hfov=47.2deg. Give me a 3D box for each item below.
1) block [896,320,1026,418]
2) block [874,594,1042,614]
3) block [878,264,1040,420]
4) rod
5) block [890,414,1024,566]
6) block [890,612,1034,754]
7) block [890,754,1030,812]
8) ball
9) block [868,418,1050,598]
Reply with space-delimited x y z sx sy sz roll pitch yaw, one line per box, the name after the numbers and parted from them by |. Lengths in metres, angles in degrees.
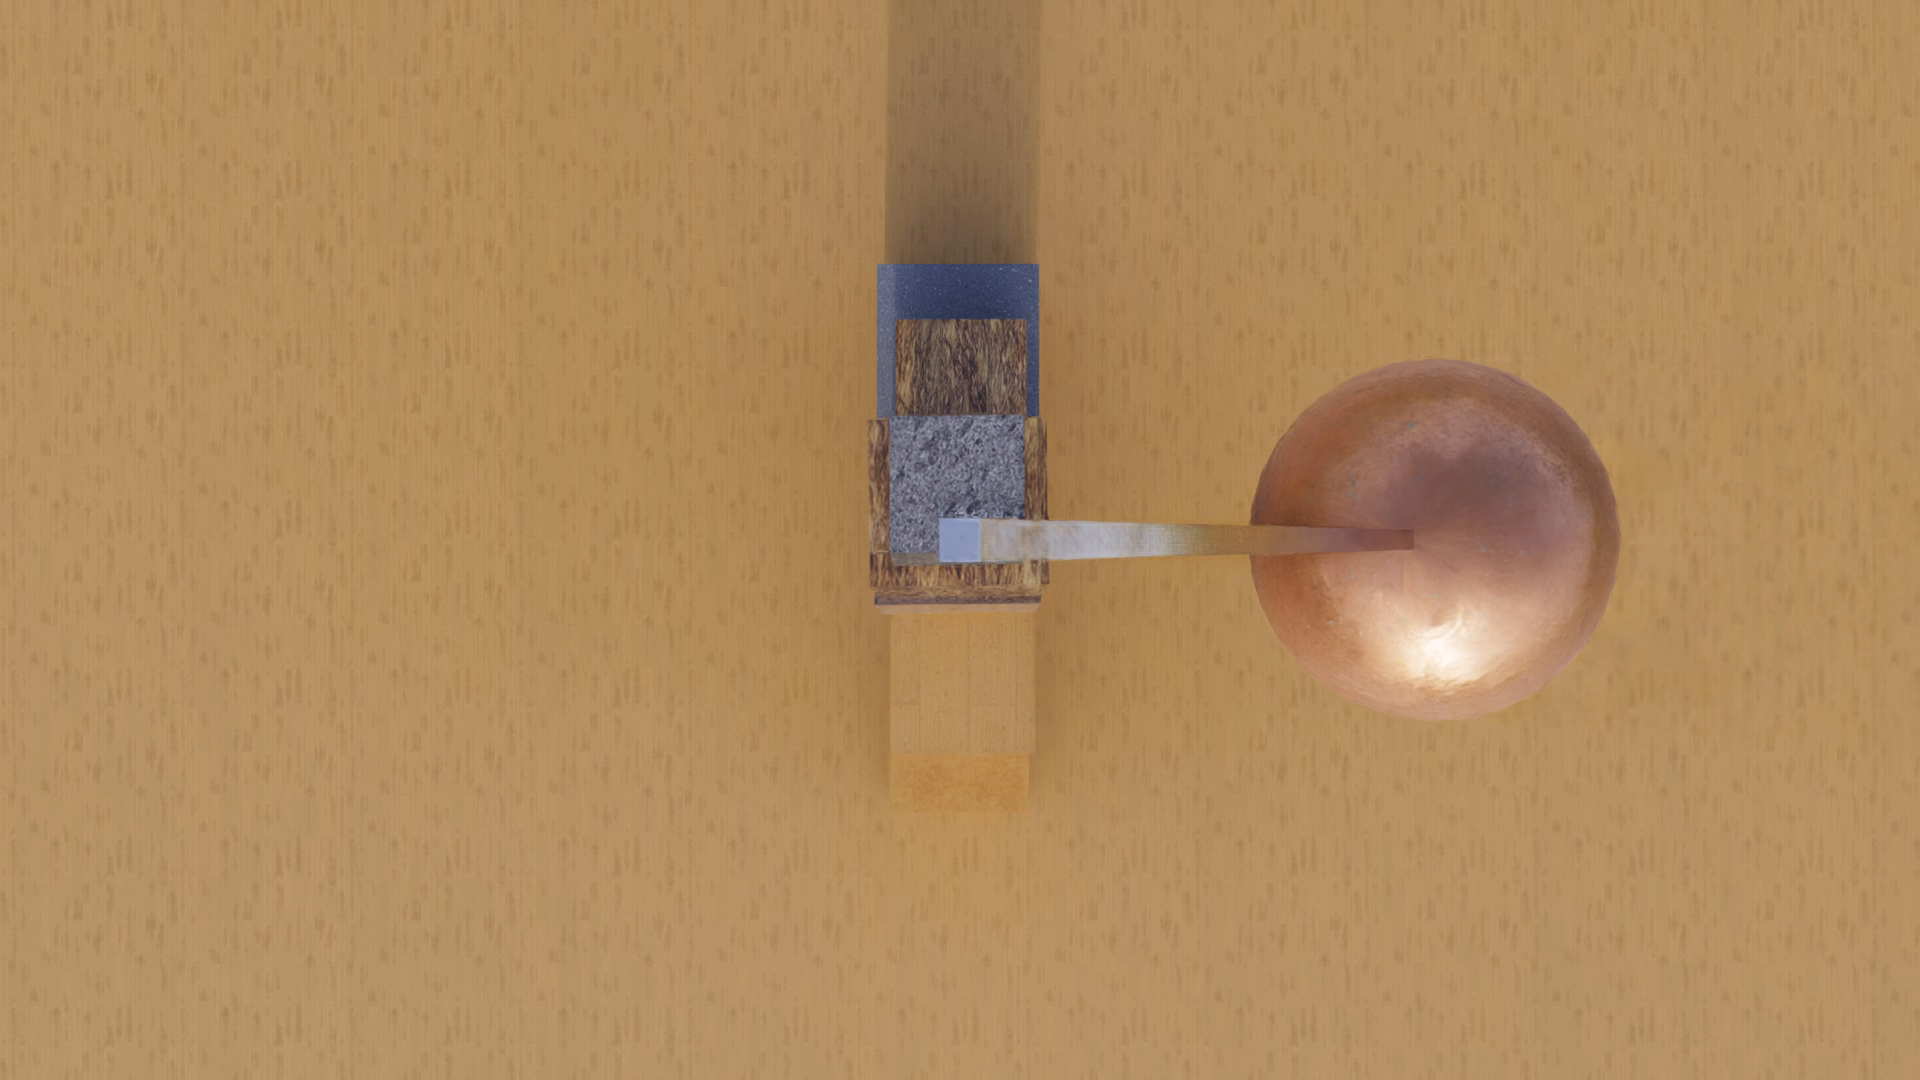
0.005 -0.805 11.681 0.676 0.623 0.674 0 90 0 | block
-0.013 -0.046 9.773 0.711 0.729 0.706 -1 85 0 | block
-0.010 -1.086 12.496 0.885 1.008 0.839 0 90 0 | block
0.899 0.000 6.487 0.080 5.200 0.080 0 90 20 | rod
-0.010 -0.180 8.357 0.494 0.581 0.509 0 85 0 | block
0.012 0.742 11.791 0.751 0.728 0.761 0 89 0 | block
-0.004 1.161 12.577 0.773 0.847 0.688 0 90 0 | block
2.074 0.000 9.678 1.600 1.600 1.600 0 90 0 | ball
-0.006 -0.117 9.028 0.704 0.768 0.659 -1 85 0 | block
